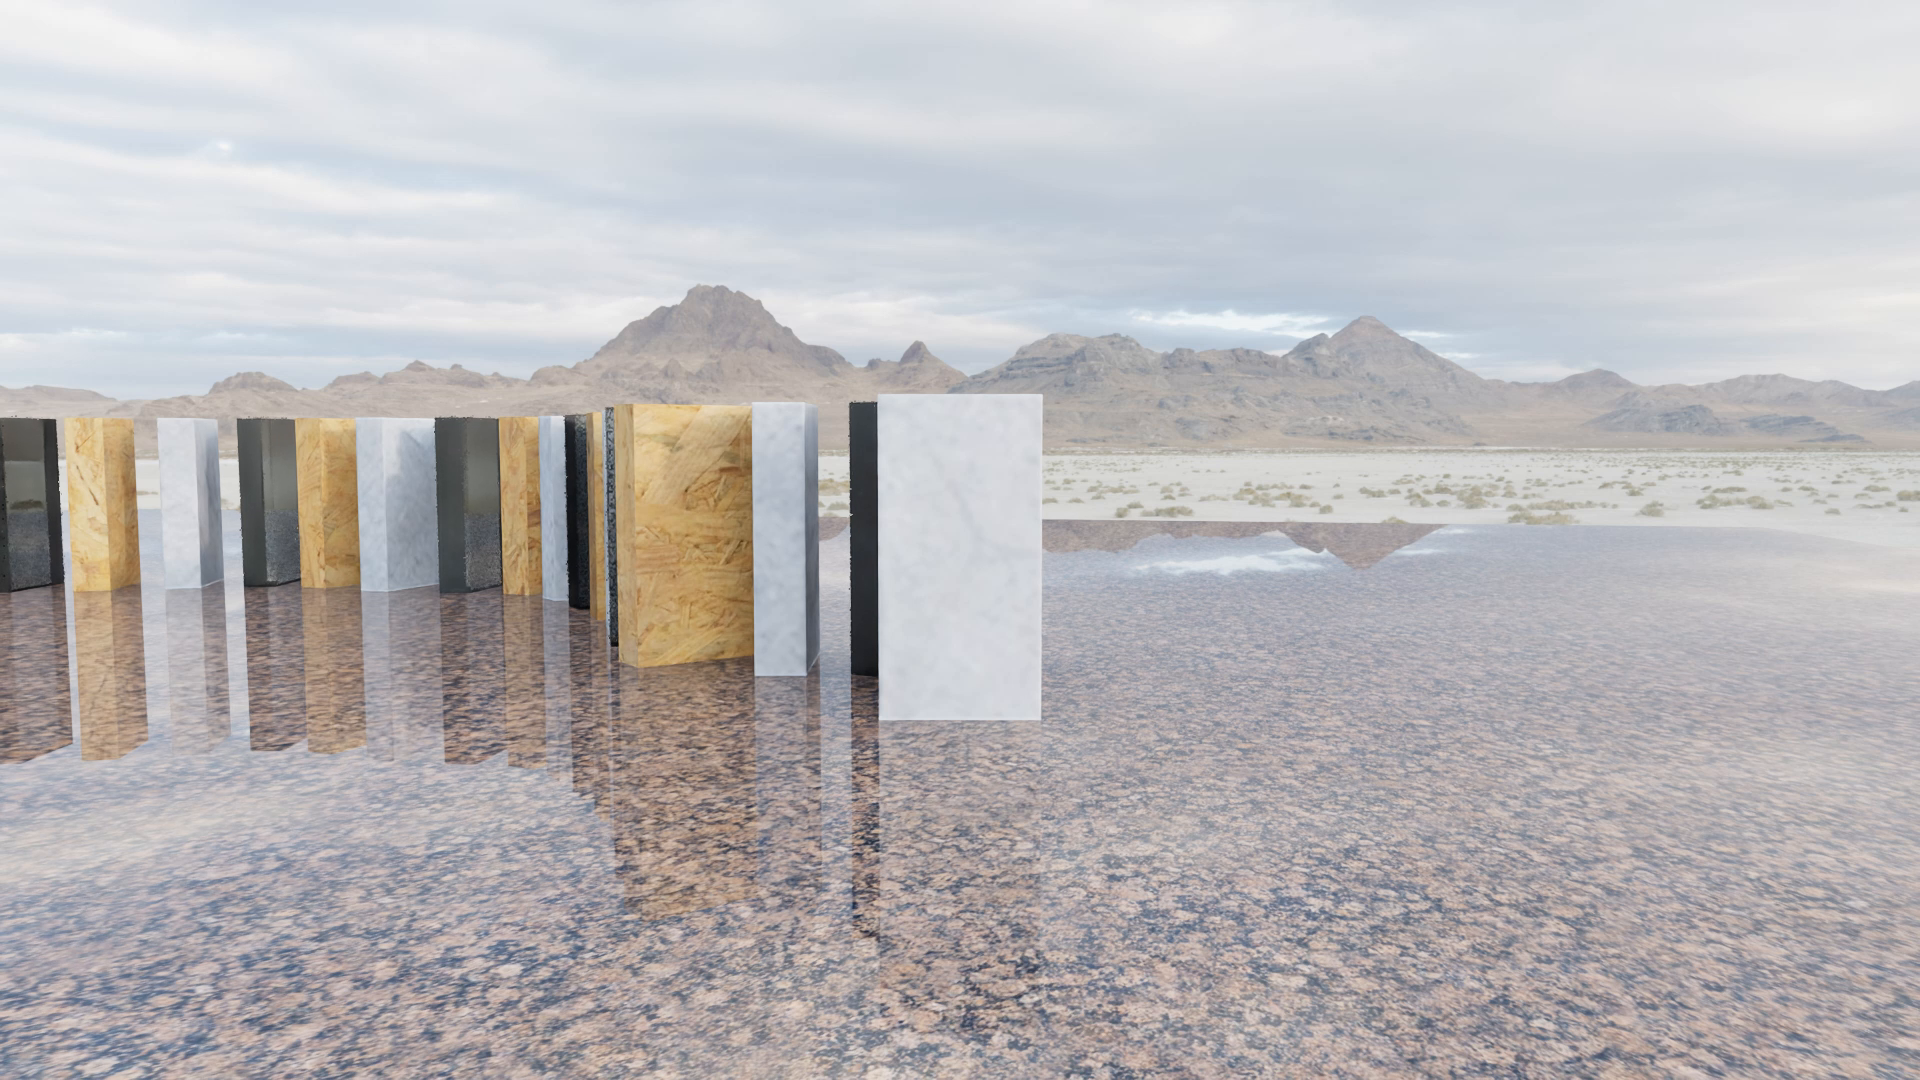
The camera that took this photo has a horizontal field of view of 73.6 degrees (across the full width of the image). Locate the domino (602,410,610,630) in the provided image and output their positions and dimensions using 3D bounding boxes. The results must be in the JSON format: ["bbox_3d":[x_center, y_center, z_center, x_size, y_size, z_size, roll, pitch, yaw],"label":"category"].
[{"bbox_3d":[-0.069,-0.005,0.297,0.025,0.050,0.009,-2,5,-23],"label":"domino"}]

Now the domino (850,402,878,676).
[{"bbox_3d":[-0.010,-0.001,0.244,0.010,0.050,0.025,2,5,27],"label":"domino"}]

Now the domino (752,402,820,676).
[{"bbox_3d":[-0.033,-0.001,0.246,0.010,0.050,0.025,0,4,-1],"label":"domino"}]

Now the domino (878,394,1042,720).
[{"bbox_3d":[0.000,0.002,0.201,0.025,0.050,0.010,0,4,0],"label":"domino"}]

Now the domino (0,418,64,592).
[{"bbox_3d":[-0.278,-0.011,0.378,0.009,0.050,0.025,0,4,-5],"label":"domino"}]

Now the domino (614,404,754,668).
[{"bbox_3d":[-0.054,-0.001,0.254,0.025,0.050,0.009,-3,5,-37],"label":"domino"}]

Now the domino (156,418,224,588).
[{"bbox_3d":[-0.233,-0.012,0.389,0.009,0.050,0.025,-1,4,-16],"label":"domino"}]

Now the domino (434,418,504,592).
[{"bbox_3d":[-0.143,-0.011,0.378,0.009,0.050,0.025,1,4,7],"label":"domino"}]

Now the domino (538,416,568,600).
[{"bbox_3d":[-0.103,-0.009,0.358,0.025,0.050,0.009,-3,5,-38],"label":"domino"}]

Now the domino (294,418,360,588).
[{"bbox_3d":[-0.187,-0.012,0.390,0.009,0.050,0.025,2,5,21],"label":"domino"}]

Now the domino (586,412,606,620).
[{"bbox_3d":[-0.079,-0.006,0.318,0.025,0.050,0.010,-2,5,-26],"label":"domino"}]

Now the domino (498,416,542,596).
[{"bbox_3d":[-0.120,-0.010,0.372,0.009,0.050,0.025,2,5,25],"label":"domino"}]

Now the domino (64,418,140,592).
[{"bbox_3d":[-0.255,-0.011,0.382,0.009,0.050,0.025,-1,4,-15],"label":"domino"}]

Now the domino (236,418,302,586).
[{"bbox_3d":[-0.210,-0.012,0.393,0.010,0.050,0.025,0,4,-5],"label":"domino"}]

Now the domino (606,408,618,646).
[{"bbox_3d":[-0.062,-0.003,0.275,0.025,0.050,0.010,-1,4,-14],"label":"domino"}]

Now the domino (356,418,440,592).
[{"bbox_3d":[-0.166,-0.011,0.381,0.009,0.050,0.025,1,4,17],"label":"domino"}]

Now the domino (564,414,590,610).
[{"bbox_3d":[-0.090,-0.008,0.338,0.025,0.050,0.009,-3,5,-33],"label":"domino"}]
